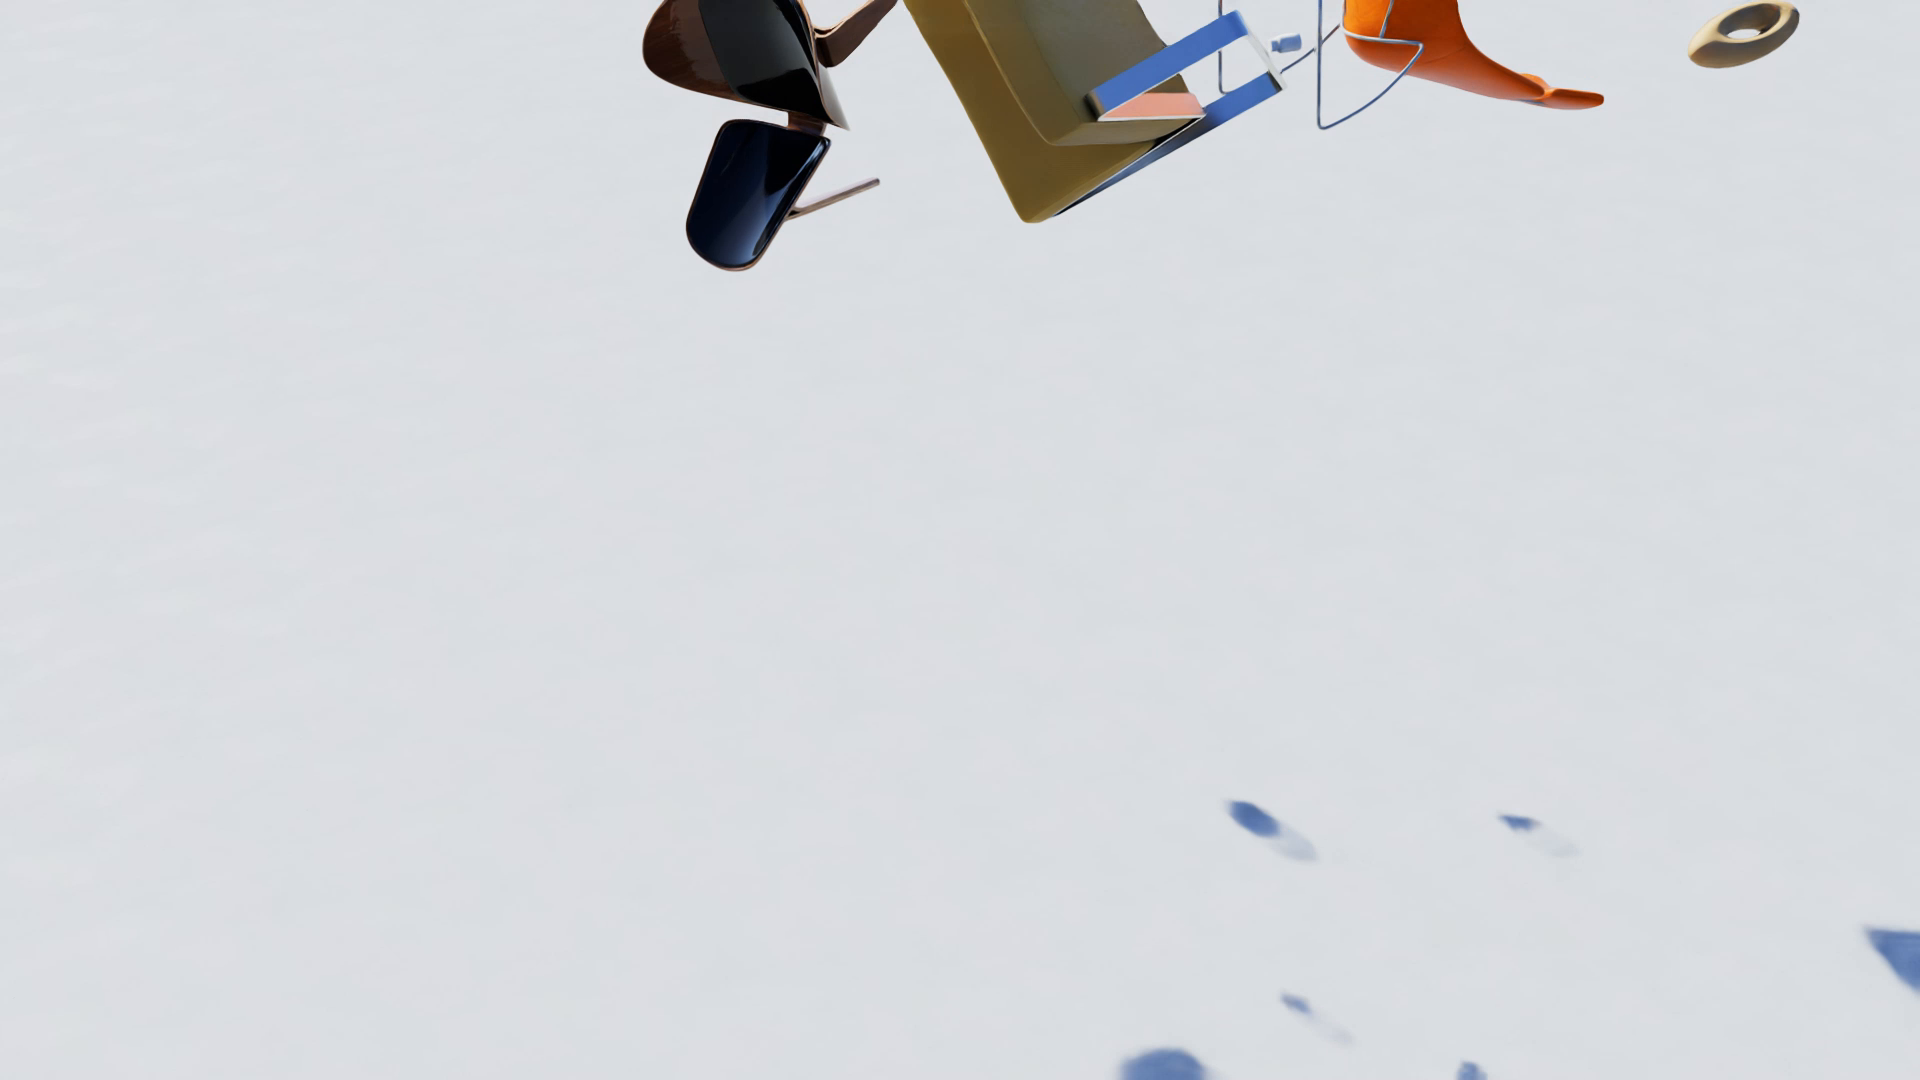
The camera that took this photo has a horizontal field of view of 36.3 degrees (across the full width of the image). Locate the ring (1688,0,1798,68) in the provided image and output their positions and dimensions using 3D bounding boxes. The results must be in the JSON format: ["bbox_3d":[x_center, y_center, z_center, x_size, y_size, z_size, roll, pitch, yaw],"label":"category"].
[{"bbox_3d":[2.500,-1.613,9.347,0.483,0.108,0.184,-24,69,-28],"label":"ring"}]

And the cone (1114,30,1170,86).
[{"bbox_3d":[0.594,-1.573,9.478,0.188,0.181,0.094,36,28,-9],"label":"cone"}]
